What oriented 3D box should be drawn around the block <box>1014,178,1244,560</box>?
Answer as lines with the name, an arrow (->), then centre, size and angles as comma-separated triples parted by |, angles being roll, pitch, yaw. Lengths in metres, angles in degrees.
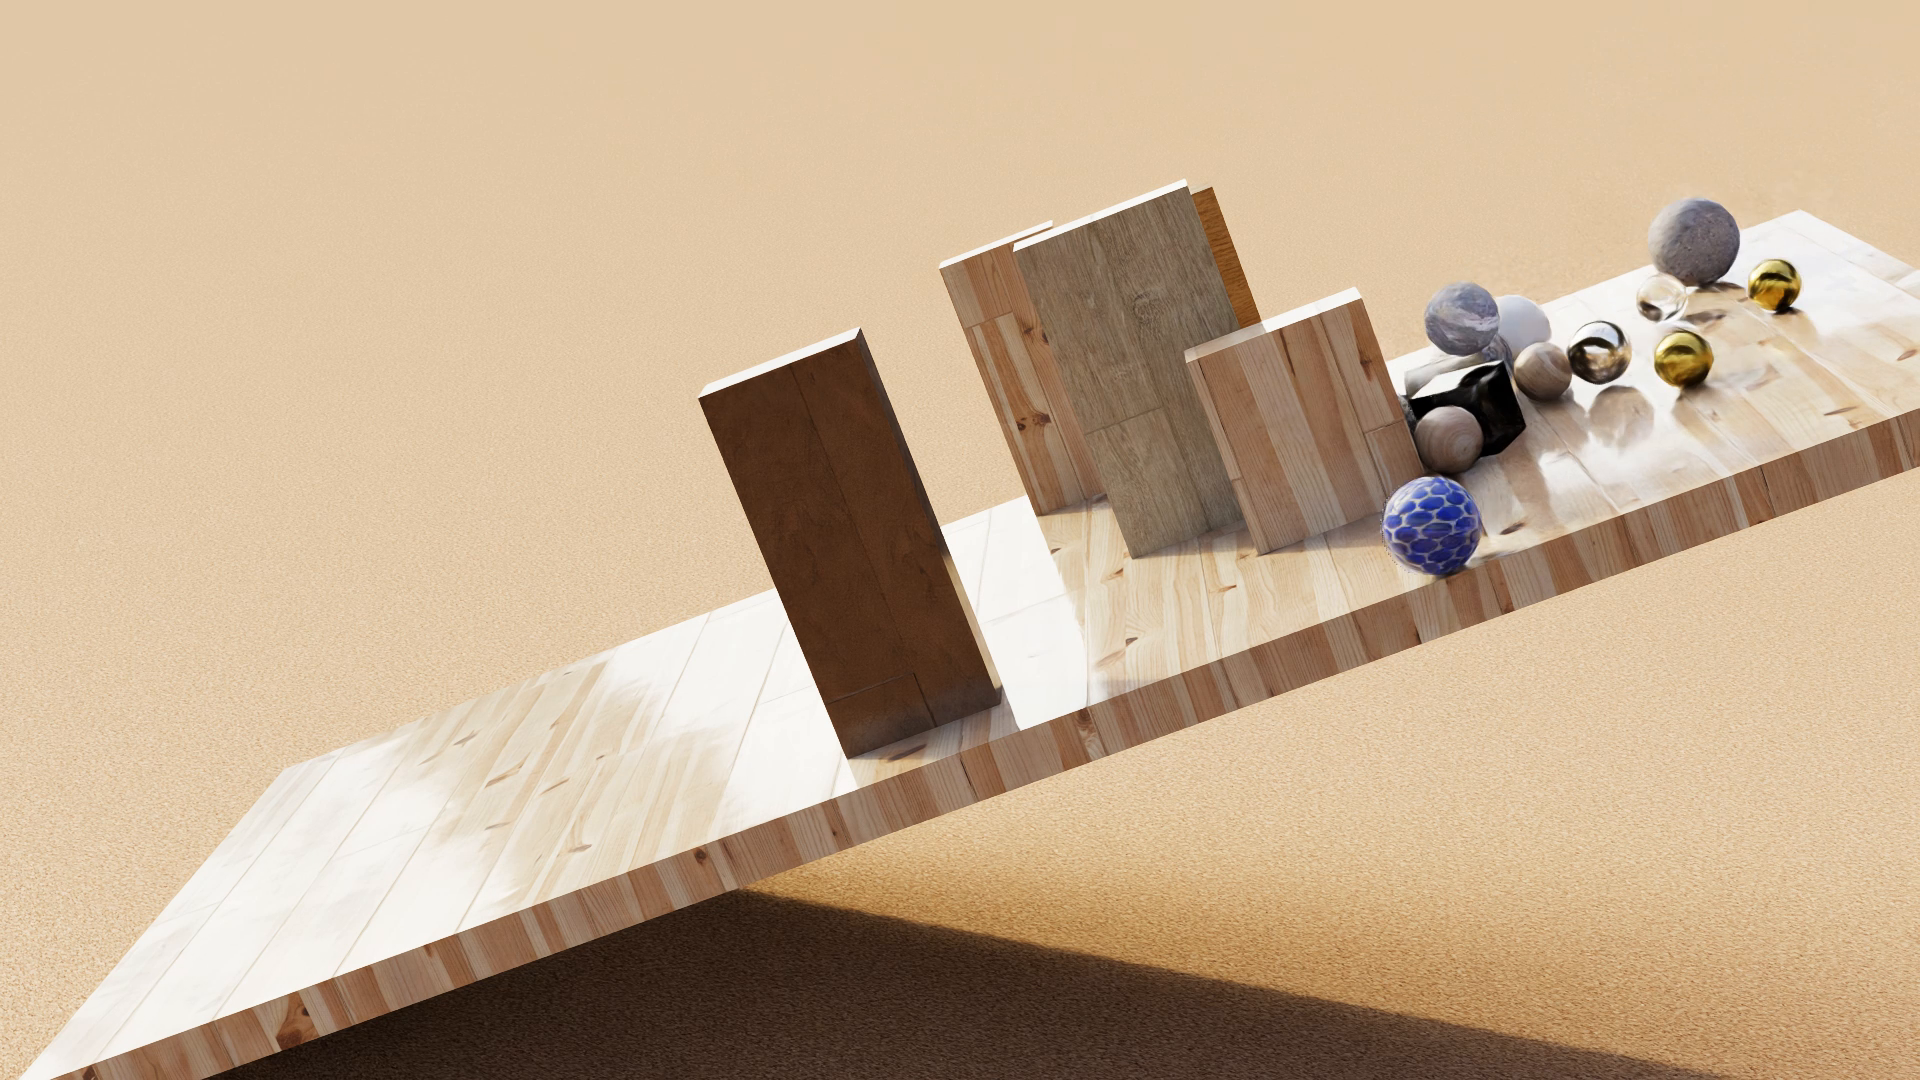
block -> 0.417, -0.356, 6.175 | 0.381, 0.700, 0.121 | -20, 12, 7

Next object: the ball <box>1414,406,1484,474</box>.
ball -> 0.974, -0.199, 5.863 | 0.138, 0.138, 0.138 | 0, 13, 0

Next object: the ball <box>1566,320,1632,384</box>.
ball -> 1.322, -0.388, 6.081 | 0.134, 0.134, 0.134 | 0, 13, 0

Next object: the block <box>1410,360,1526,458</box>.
block -> 1.034, -0.257, 5.983 | 0.151, 0.151, 0.151 | -13, 14, 37

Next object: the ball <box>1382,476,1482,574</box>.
ball -> 0.840, -0.026, 5.229 | 0.175, 0.175, 0.175 | 0, 13, 0

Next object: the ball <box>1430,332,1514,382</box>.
ball -> 1.098, -0.372, 6.314 | 0.180, 0.180, 0.180 | 0, 13, 0

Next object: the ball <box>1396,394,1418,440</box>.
ball -> 0.849, -0.215, 6.021 | 0.193, 0.193, 0.193 | 0, 13, 0

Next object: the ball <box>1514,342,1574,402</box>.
ball -> 1.219, -0.352, 6.148 | 0.123, 0.123, 0.123 | 0, 13, 0

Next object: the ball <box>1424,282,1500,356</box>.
ball -> 1.031, -0.455, 6.048 | 0.154, 0.154, 0.154 | 0, 13, 0

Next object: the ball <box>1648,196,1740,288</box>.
ball -> 1.649, -0.670, 6.614 | 0.203, 0.203, 0.203 | 0, 13, 0

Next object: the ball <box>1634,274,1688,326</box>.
ball -> 1.526, -0.524, 6.400 | 0.113, 0.113, 0.113 | 0, 13, 0

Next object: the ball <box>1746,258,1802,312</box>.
ball -> 1.700, -0.533, 6.138 | 0.111, 0.111, 0.111 | 0, 13, 0

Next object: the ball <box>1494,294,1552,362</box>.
ball -> 1.216, -0.453, 6.486 | 0.174, 0.174, 0.174 | 0, 13, 0

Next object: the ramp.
ramp -> 0.120, 0.175, 6.293 | 4.000, 0.100, 2.000 | -20, 12, 7

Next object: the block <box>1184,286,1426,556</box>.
block -> 0.690, -0.237, 5.851 | 0.363, 0.416, 0.141 | -20, 12, 7

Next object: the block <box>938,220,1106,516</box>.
block -> 0.198, -0.403, 6.939 | 0.281, 0.634, 0.107 | -20, 12, 7

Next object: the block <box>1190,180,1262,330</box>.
block -> 0.548, -0.441, 6.465 | 0.243, 0.642, 0.126 | -20, 12, 7

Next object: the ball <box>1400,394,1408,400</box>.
ball -> 0.918, -0.251, 6.234 | 0.122, 0.122, 0.122 | 0, 13, 0

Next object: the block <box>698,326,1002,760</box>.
block -> -0.200, 0.008, 5.532 | 0.312, 0.743, 0.135 | -20, 12, 7

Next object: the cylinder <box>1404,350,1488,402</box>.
cylinder -> 1.033, -0.302, 6.162 | 0.162, 0.162, 0.162 | -18, 8, 18

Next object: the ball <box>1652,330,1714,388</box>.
ball -> 1.430, -0.358, 5.817 | 0.116, 0.116, 0.116 | 0, 13, 0
